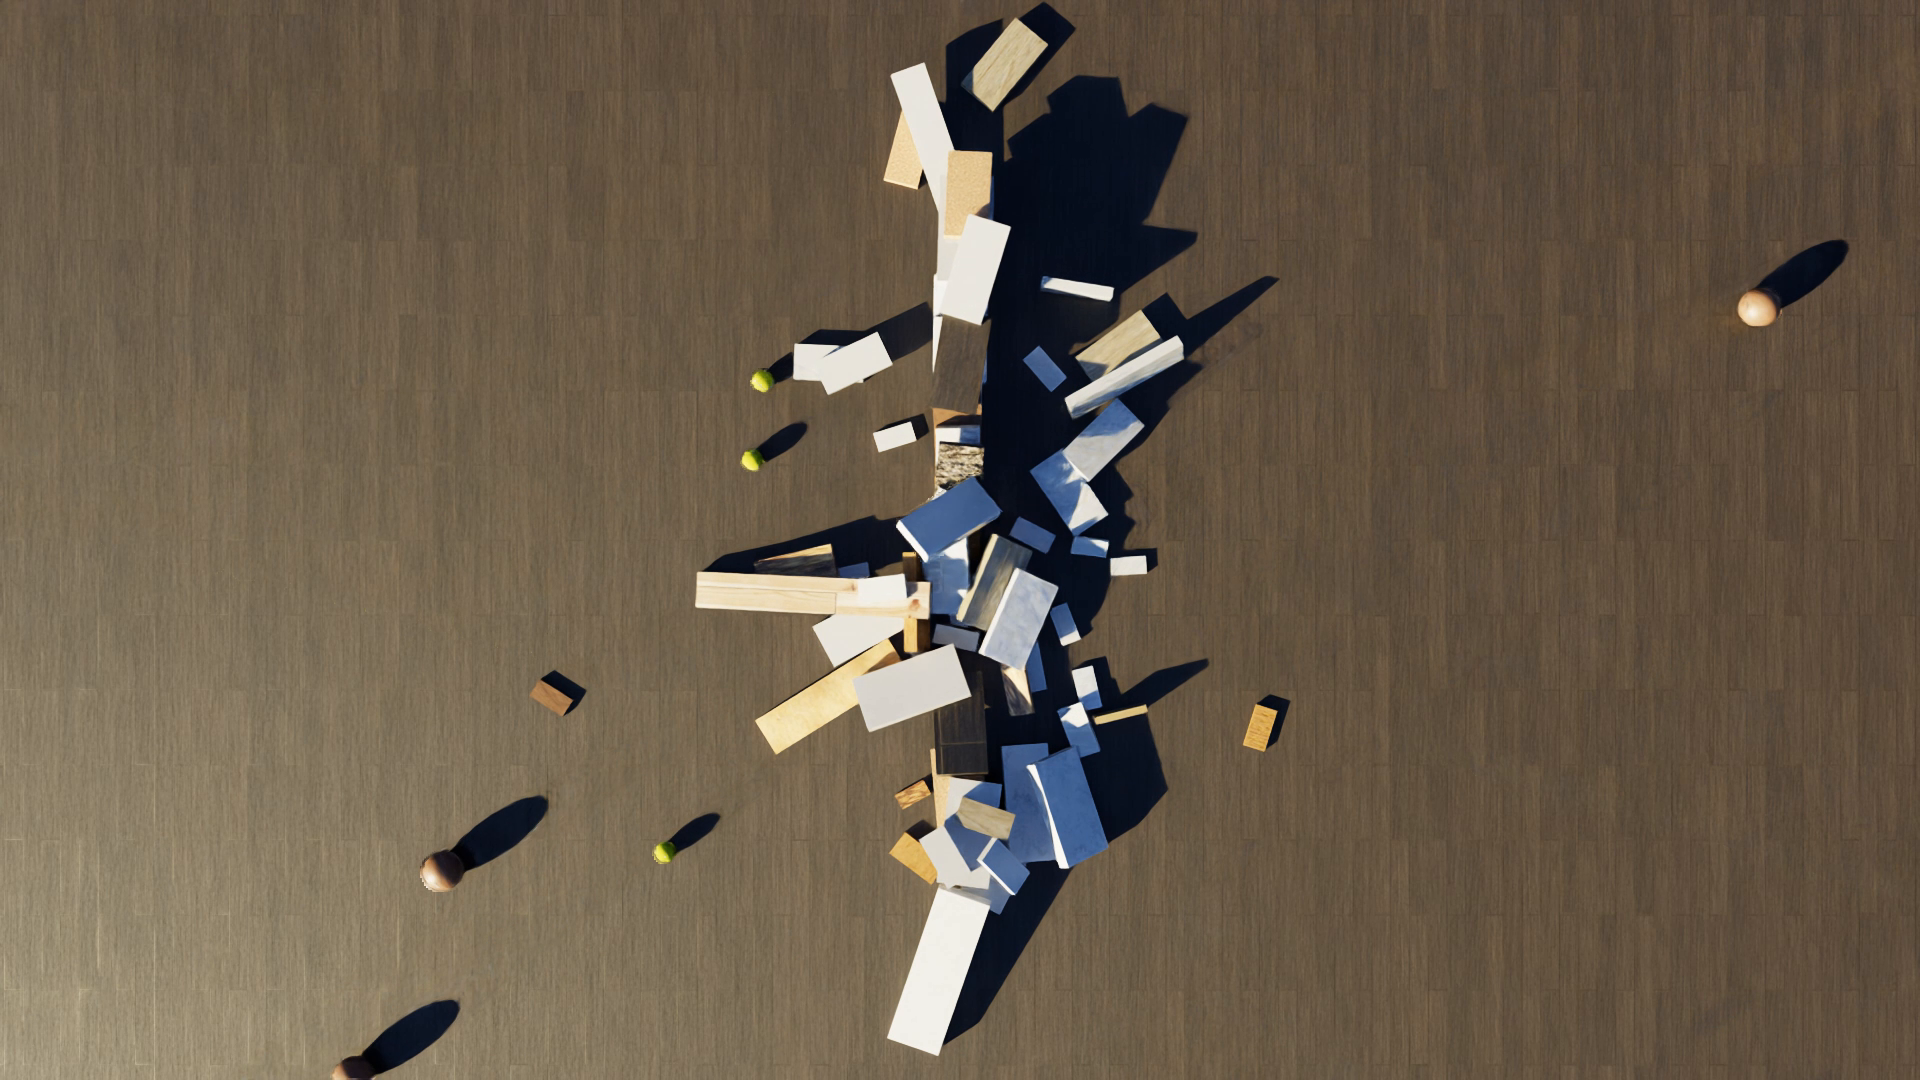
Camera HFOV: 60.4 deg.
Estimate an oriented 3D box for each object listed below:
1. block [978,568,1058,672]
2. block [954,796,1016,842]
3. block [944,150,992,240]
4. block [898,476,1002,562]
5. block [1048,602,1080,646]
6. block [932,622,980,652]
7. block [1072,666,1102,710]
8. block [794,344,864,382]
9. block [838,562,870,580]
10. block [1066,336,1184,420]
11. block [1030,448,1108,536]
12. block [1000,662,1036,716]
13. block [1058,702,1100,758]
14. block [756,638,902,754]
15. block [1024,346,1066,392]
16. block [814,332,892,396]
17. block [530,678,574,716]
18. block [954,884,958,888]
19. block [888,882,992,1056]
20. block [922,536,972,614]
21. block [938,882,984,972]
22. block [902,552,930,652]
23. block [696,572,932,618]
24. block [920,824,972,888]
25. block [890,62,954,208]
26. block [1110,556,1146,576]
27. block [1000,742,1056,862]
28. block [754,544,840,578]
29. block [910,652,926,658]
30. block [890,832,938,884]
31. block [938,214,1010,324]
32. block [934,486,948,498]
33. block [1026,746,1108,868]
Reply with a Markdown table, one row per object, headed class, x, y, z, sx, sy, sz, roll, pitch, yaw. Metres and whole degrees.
| class | x | y | z | sx | sy | sz | roll | pitch | yaw |
| --- | --- | --- | --- | --- | --- | --- | --- | --- | --- |
| block | 0.192 | 0.261 | 5.397 | 0.151 | 0.043 | 0.302 | 24 | 88 | -19 |
| block | 0.079 | 0.902 | 5.336 | 0.182 | 0.026 | 0.091 | 18 | 83 | 2 |
| block | 0.026 | -1.114 | 5.332 | 0.141 | 0.040 | 0.282 | 3 | 84 | 0 |
| block | -0.033 | -0.068 | 5.227 | 0.301 | 0.043 | 0.151 | -32 | 73 | -25 |
| block | 0.348 | 0.280 | 5.491 | 0.065 | 0.018 | 0.131 | -21 | 90 | 0 |
| block | -0.012 | 0.321 | 5.478 | 0.148 | 0.020 | 0.070 | 12 | 111 | 0 |
| block | 0.423 | 0.494 | 5.490 | 0.070 | 0.020 | 0.140 | -13 | 90 | 0 |
| block | -0.435 | -0.588 | 5.484 | 0.230 | 0.033 | 0.115 | 2 | 90 | 0 |
| block | -0.445 | 0.128 | 5.485 | 0.292 | 0.014 | 0.049 | -12 | 85 | 2 |
| block | 0.543 | -0.532 | 5.431 | 0.419 | 0.134 | 0.038 | -29 | 73 | 0 |
| block | 0.361 | -0.157 | 5.481 | 0.134 | 0.038 | 0.267 | -35 | 90 | 0 |
| block | 0.175 | 0.413 | 5.465 | 0.082 | 0.023 | 0.337 | -10 | 93 | 22 |
| block | 0.395 | 0.631 | 5.476 | 0.087 | 0.025 | 0.174 | -21 | 90 | 16 |
| block | -0.424 | 0.518 | 5.481 | 0.516 | 0.037 | 0.132 | -32 | 90 | 0 |
| block | 0.283 | -0.569 | 5.490 | 0.071 | 0.020 | 0.142 | -42 | 90 | 0 |
| block | -0.354 | -0.582 | 5.451 | 0.235 | 0.033 | 0.117 | -25 | 90 | 0 |
| block | -1.359 | 0.525 | 5.491 | 0.131 | 0.018 | 0.065 | 32 | 90 | 0 |
| block | -0.019 | 1.100 | 5.449 | 0.015 | 0.108 | 0.054 | 40 | 88 | -30 |
| block | -0.069 | 1.412 | 5.422 | 0.177 | 0.050 | 0.552 | 19 | 100 | 2 |
| block | -0.044 | 0.083 | 5.384 | 0.151 | 0.043 | 0.331 | 0 | 112 | 12 |
| block | 0.004 | 1.277 | 5.478 | 0.153 | 0.043 | 0.306 | 0 | 90 | 0 |
| block | -0.142 | 0.204 | 5.414 | 0.043 | 0.151 | 0.322 | -2 | 87 | 16 |
| block | -0.483 | 0.180 | 5.395 | 0.793 | 0.033 | 0.117 | 2 | 88 | 13 |
| block | -0.047 | 1.019 | 5.305 | 0.091 | 0.026 | 0.182 | -31 | 84 | -4 |
| block | -0.079 | -1.282 | 5.447 | 0.115 | 0.033 | 0.562 | -20 | 97 | 0 |
| block | 0.561 | 0.085 | 5.492 | 0.118 | 0.017 | 0.059 | -3 | 90 | 0 |
| block | 0.226 | 0.867 | 5.444 | 0.153 | 0.043 | 0.381 | -3 | 82 | -6 |
| block | -0.540 | 0.108 | 5.464 | 0.264 | 0.037 | 0.132 | -13 | 85 | 4 |
| block | -0.135 | 0.379 | 5.492 | 0.049 | 0.014 | 0.098 | -29 | 89 | 0 |
| block | -0.138 | 1.057 | 5.488 | 0.174 | 0.025 | 0.087 | 37 | 90 | 0 |
| block | 0.047 | -0.866 | 5.283 | 0.141 | 0.040 | 0.324 | 17 | 93 | -1 |
| block | -0.011 | -0.106 | 5.346 | 0.158 | 0.022 | 0.079 | 24 | 107 | -8 |
| block | 0.355 | 0.879 | 5.428 | 0.177 | 0.050 | 0.354 | -19 | 91 | -33 |
